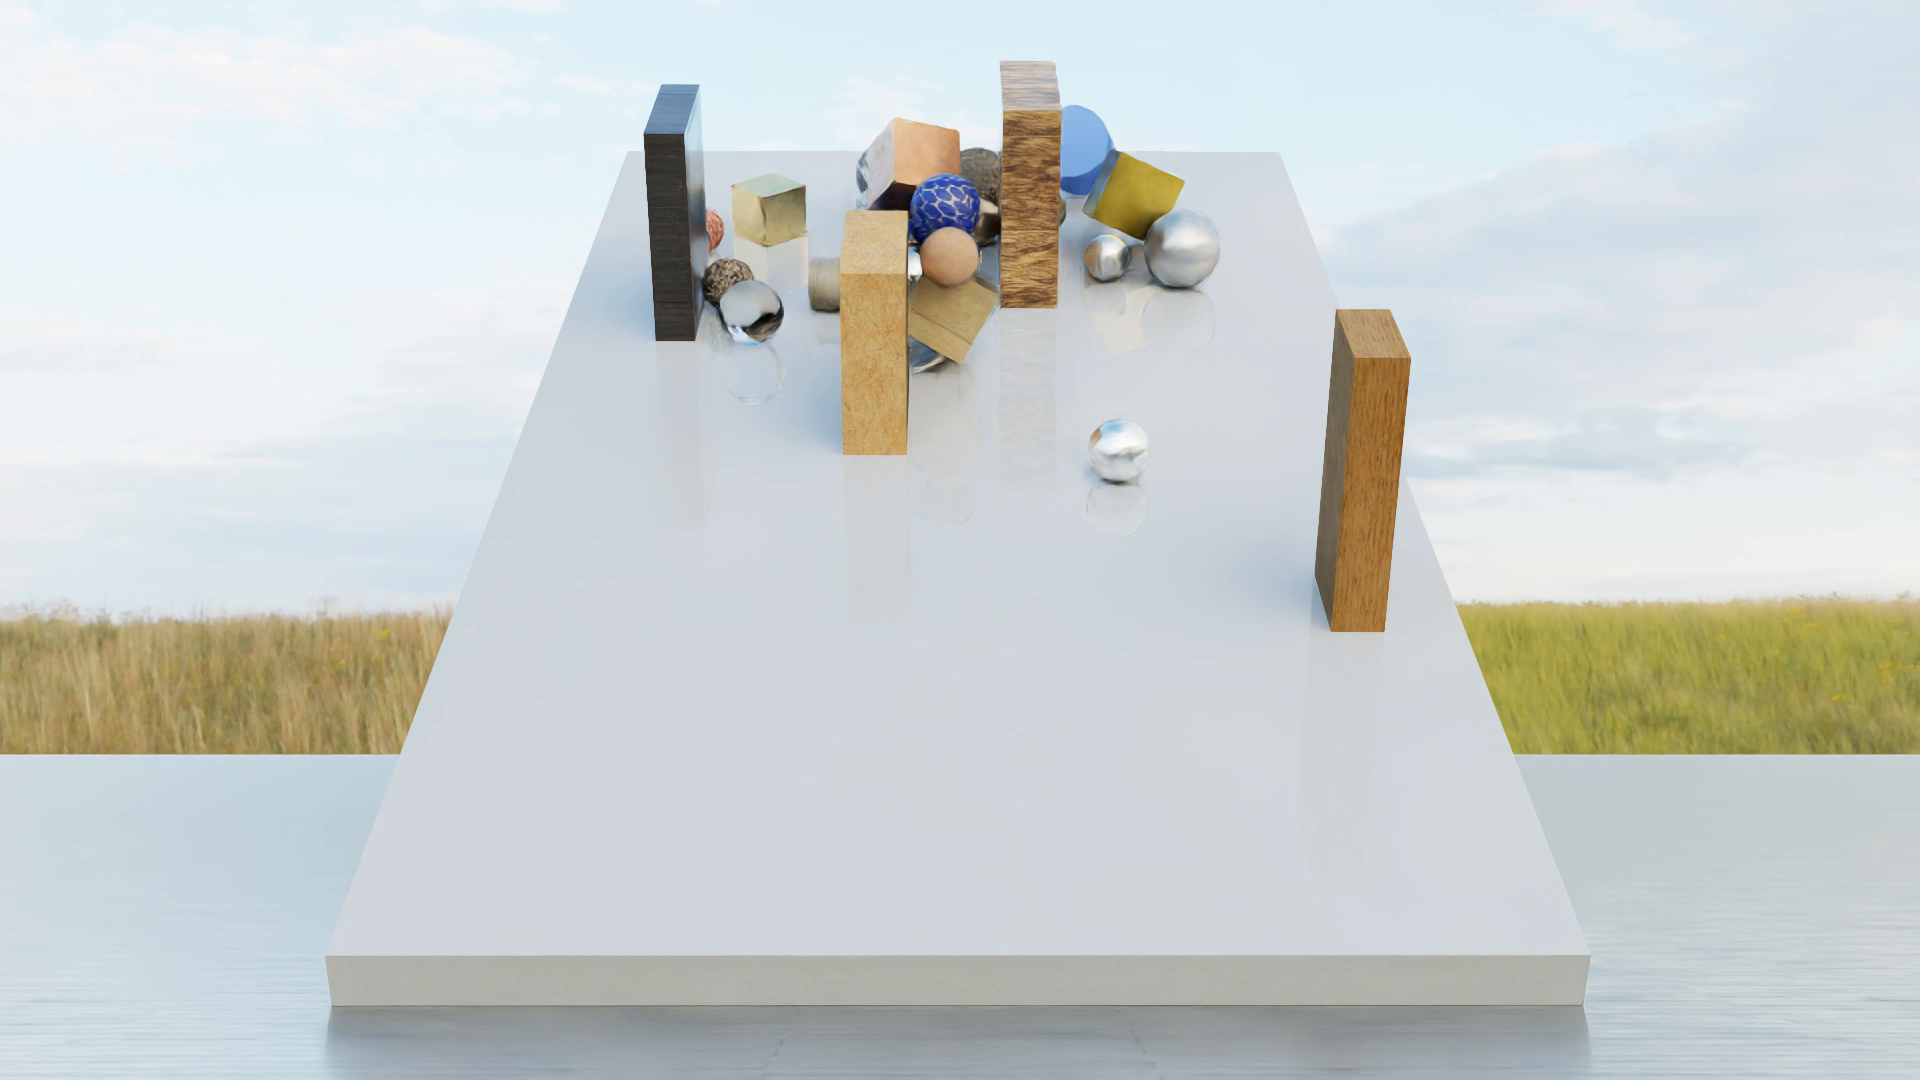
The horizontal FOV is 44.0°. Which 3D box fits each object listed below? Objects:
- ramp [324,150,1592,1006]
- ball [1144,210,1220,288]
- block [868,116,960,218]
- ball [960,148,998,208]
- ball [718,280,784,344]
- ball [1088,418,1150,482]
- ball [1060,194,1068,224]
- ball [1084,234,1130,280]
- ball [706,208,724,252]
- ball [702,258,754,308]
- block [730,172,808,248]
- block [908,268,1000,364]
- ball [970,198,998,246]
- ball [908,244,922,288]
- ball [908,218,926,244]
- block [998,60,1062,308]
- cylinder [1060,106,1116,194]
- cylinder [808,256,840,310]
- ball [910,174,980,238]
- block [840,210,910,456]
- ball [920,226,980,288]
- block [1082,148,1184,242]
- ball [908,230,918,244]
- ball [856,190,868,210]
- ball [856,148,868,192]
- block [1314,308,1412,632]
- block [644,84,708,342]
[{"bbox_3d":[-0.011,-0.225,5.552,2.000,0.100,4.000,0,28,0],"label":"ramp"},{"bbox_3d":[0.585,-0.767,6.269,0.204,0.204,0.204,0,-5,0],"label":"ball"},{"bbox_3d":[-0.123,-0.978,6.291,0.185,0.185,0.185,8,-19,-22],"label":"block"},{"bbox_3d":[0.048,-1.003,6.660,0.191,0.191,0.191,0,-5,0],"label":"ball"},{"bbox_3d":[-0.520,-0.567,5.922,0.162,0.162,0.162,0,-5,0],"label":"ball"},{"bbox_3d":[0.351,-0.198,5.245,0.139,0.139,0.139,0,-5,0],"label":"ball"},{"bbox_3d":[0.237,-0.911,6.567,0.117,0.117,0.117,0,-5,0],"label":"ball"},{"bbox_3d":[0.390,-0.751,6.322,0.124,0.124,0.124,0,-5,0],"label":"ball"},{"bbox_3d":[-0.705,-0.848,6.505,0.121,0.121,0.121,0,-5,0],"label":"ball"},{"bbox_3d":[-0.595,-0.657,6.121,0.138,0.138,0.138,0,-5,0],"label":"ball"},{"bbox_3d":[-0.530,-0.917,6.610,0.146,0.146,0.146,-24,36,-37],"label":"block"},{"bbox_3d":[-0.035,-0.568,5.780,0.189,0.189,0.189,29,11,-7],"label":"block"},{"bbox_3d":[0.048,-0.878,6.557,0.131,0.131,0.131,0,-5,0],"label":"ball"},{"bbox_3d":[-0.113,-0.666,6.090,0.186,0.186,0.186,0,-5,0],"label":"ball"},{"bbox_3d":[-0.149,-0.803,6.408,0.134,0.134,0.134,0,-5,0],"label":"ball"},{"bbox_3d":[0.178,-0.937,6.240,0.147,0.529,0.438,0,28,0],"label":"block"},{"bbox_3d":[0.336,-1.120,6.841,0.208,0.208,0.208,-1,-6,11],"label":"cylinder"},{"bbox_3d":[-0.311,-0.659,6.127,0.135,0.135,0.135,3,-5,6],"label":"cylinder"},{"bbox_3d":[-0.037,-0.845,6.063,0.179,0.179,0.179,0,-5,0],"label":"ball"},{"bbox_3d":[-0.193,-0.480,5.461,0.144,0.437,0.409,0,28,0],"label":"block"},{"bbox_3d":[-0.025,-0.665,5.594,0.142,0.142,0.142,0,-5,0],"label":"ball"},{"bbox_3d":[0.470,-0.935,6.484,0.192,0.192,0.192,23,9,-10],"label":"block"},{"bbox_3d":[-0.200,-0.749,6.248,0.186,0.186,0.186,0,-5,0],"label":"ball"},{"bbox_3d":[-0.236,-0.930,6.672,0.115,0.115,0.115,0,-5,0],"label":"ball"},{"bbox_3d":[-0.199,-1.041,6.772,0.195,0.195,0.195,0,-5,0],"label":"ball"},{"bbox_3d":[0.781,-0.134,4.643,0.105,0.584,0.240,0,28,0],"label":"block"},{"bbox_3d":[-0.714,-0.831,6.021,0.099,0.539,0.408,0,28,0],"label":"block"}]
